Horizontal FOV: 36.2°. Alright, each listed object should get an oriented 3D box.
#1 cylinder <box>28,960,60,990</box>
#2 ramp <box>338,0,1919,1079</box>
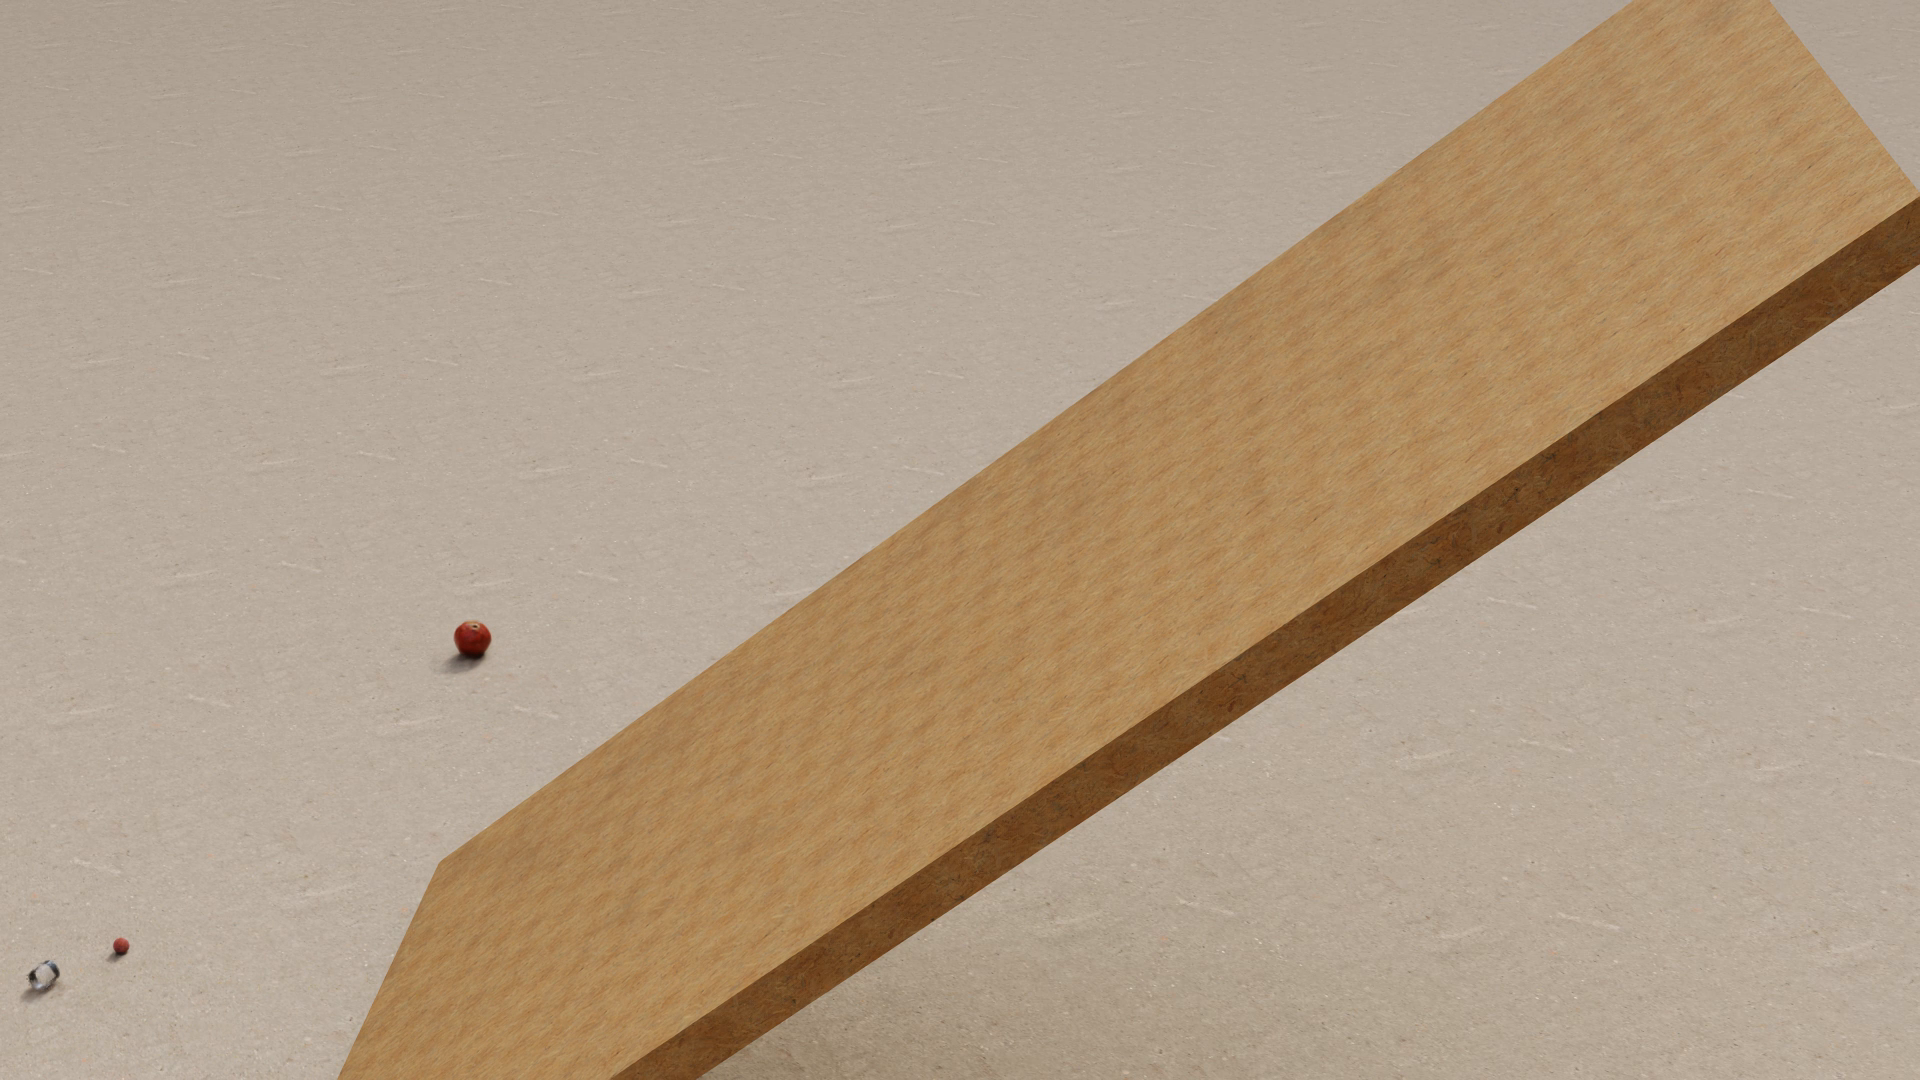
[{"bbox_3d":[-2.308,1.098,7.416,0.055,0.055,0.055,9,25,21],"label":"cylinder"},{"bbox_3d":[0.122,0.184,6.336,4.000,0.100,2.000,-36,16,18],"label":"ramp"}]
